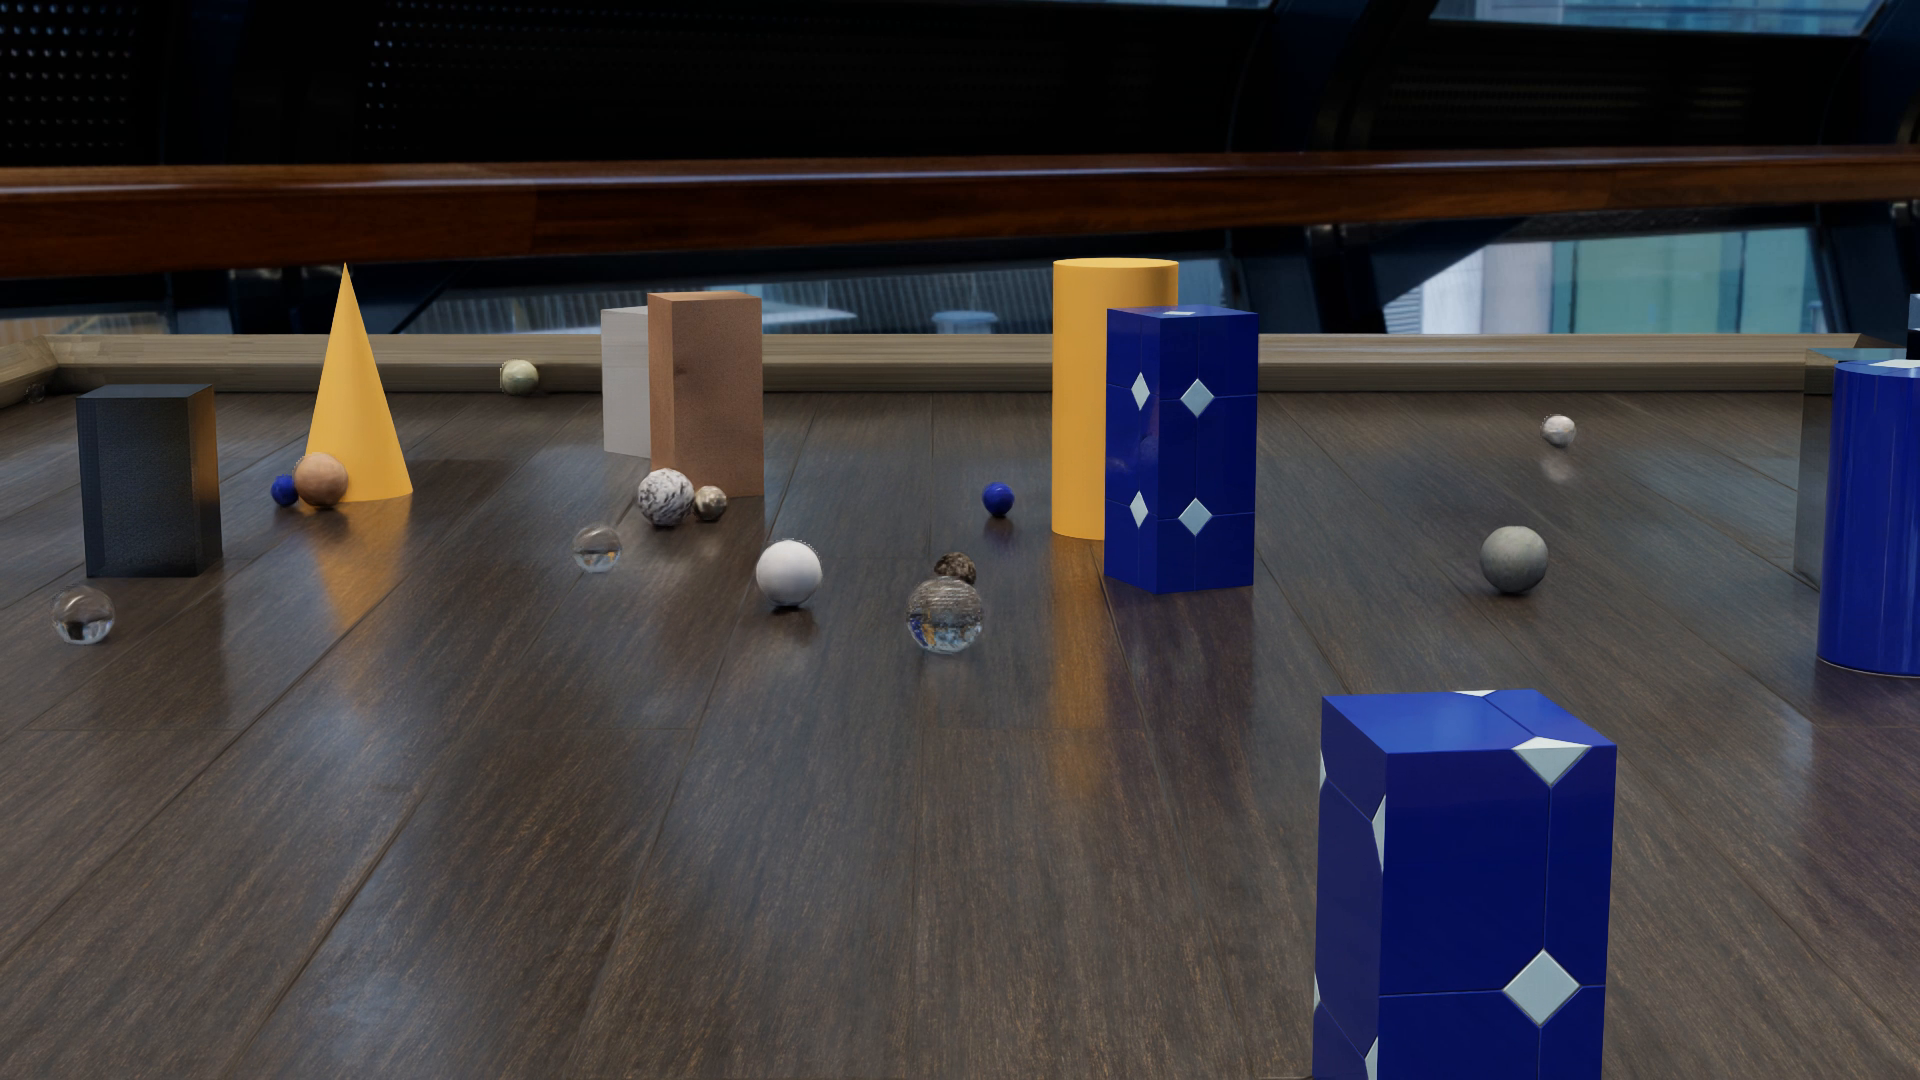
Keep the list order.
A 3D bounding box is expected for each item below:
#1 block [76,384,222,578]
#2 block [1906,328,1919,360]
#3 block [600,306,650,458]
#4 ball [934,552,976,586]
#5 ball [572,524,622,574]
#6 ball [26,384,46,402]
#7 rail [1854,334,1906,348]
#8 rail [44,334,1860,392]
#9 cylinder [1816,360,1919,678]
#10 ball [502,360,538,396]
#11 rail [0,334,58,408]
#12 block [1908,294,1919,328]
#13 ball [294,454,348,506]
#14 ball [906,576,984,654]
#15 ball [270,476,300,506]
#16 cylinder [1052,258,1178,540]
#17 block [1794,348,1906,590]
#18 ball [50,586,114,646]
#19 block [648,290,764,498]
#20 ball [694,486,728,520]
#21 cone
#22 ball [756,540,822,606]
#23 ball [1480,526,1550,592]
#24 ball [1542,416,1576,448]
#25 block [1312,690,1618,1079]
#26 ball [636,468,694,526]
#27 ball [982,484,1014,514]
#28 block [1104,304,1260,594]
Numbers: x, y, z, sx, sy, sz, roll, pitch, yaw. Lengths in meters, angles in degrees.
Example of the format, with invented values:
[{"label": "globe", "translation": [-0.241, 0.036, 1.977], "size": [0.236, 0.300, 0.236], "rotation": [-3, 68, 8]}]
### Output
[{"label": "block", "translation": [-1.179, -0.088, 3.740], "size": [0.156, 0.260, 0.156], "rotation": [0, 11, -3]}, {"label": "block", "translation": [1.339, -0.078, 3.341], "size": [0.156, 0.386, 0.156], "rotation": [-5, 12, -24]}, {"label": "block", "translation": [-0.568, -0.303, 4.872], "size": [0.156, 0.270, 0.156], "rotation": [10, 14, 43]}, {"label": "ball", "translation": [-0.007, 0.047, 3.567], "size": [0.059, 0.059, 0.059], "rotation": [0, 11, 0]}, {"label": "ball", "translation": [-0.526, 0.012, 3.713], "size": [0.073, 0.073, 0.073], "rotation": [0, 11, 0]}, {"label": "ball", "translation": [-2.015, -0.321, 5.595], "size": [0.042, 0.042, 0.042], "rotation": [0, 11, 0]}, {"label": "rail", "translation": [2.022, 0.031, 3.460], "size": [0.045, 0.127, 4.753], "rotation": [0, 11, 0]}, {"label": "rail", "translation": [-0.014, -0.396, 5.762], "size": [4.092, 0.127, 0.045], "rotation": [0, 11, 0]}, {"label": "cylinder", "translation": [1.164, -0.030, 3.147], "size": [0.195, 0.362, 0.195], "rotation": [0, 11, 0]}, {"label": "ball", "translation": [-0.976, -0.359, 5.691], "size": [0.082, 0.082, 0.082], "rotation": [0, 11, 0]}, {"label": "rail", "translation": [-2.022, 0.035, 3.437], "size": [0.045, 0.127, 4.753], "rotation": [0, 11, 0]}, {"label": "block", "translation": [1.577, -0.197, 4.039], "size": [0.156, 0.365, 0.156], "rotation": [2, 11, 13]}, {"label": "ball", "translation": [-1.063, -0.099, 4.271], "size": [0.089, 0.089, 0.089], "rotation": [0, 11, 0]}, {"label": "ball", "translation": [-0.019, 0.094, 3.205], "size": [0.098, 0.098, 0.098], "rotation": [0, 11, 0]}, {"label": "ball", "translation": [-1.127, -0.082, 4.287], "size": [0.048, 0.048, 0.048], "rotation": [0, 11, 0]}, {"label": "cylinder", "translation": [0.243, -0.225, 4.035], "size": [0.195, 0.422, 0.195], "rotation": [0, 11, 0]}, {"label": "block", "translation": [1.288, -0.100, 3.627], "size": [0.156, 0.325, 0.156], "rotation": [0, 11, 2]}, {"label": "ball", "translation": [-1.112, 0.096, 3.252], "size": [0.077, 0.077, 0.077], "rotation": [0, 11, 0]}, {"label": "block", "translation": [-0.437, -0.251, 4.404], "size": [0.156, 0.338, 0.156], "rotation": [-4, 11, -21]}, {"label": "ball", "translation": [-0.404, -0.060, 4.144], "size": [0.057, 0.057, 0.057], "rotation": [0, 11, 0]}, {"label": "cone", "translation": [-1.043, -0.277, 4.389], "size": [0.195, 0.396, 0.195], "rotation": [0, 11, 0]}, {"label": "ball", "translation": [-0.233, 0.045, 3.488], "size": [0.090, 0.090, 0.090], "rotation": [0, 11, 0]}, {"label": "ball", "translation": [0.773, 0.026, 3.578], "size": [0.094, 0.094, 0.094], "rotation": [0, 11, 0]}, {"label": "ball", "translation": [1.154, -0.209, 4.937], "size": [0.062, 0.062, 0.062], "rotation": [0, 11, 0]}, {"label": "block", "translation": [0.345, 0.263, 1.781], "size": [0.156, 0.285, 0.156], "rotation": [-1, 11, -7]}, {"label": "ball", "translation": [-0.469, -0.068, 4.094], "size": [0.092, 0.092, 0.092], "rotation": [0, 11, 0]}, {"label": "ball", "translation": [0.063, -0.067, 4.198], "size": [0.051, 0.051, 0.051], "rotation": [0, 11, 0]}, {"label": "block", "translation": [0.312, -0.132, 3.637], "size": [0.156, 0.385, 0.156], "rotation": [-5, 12, -24]}]
